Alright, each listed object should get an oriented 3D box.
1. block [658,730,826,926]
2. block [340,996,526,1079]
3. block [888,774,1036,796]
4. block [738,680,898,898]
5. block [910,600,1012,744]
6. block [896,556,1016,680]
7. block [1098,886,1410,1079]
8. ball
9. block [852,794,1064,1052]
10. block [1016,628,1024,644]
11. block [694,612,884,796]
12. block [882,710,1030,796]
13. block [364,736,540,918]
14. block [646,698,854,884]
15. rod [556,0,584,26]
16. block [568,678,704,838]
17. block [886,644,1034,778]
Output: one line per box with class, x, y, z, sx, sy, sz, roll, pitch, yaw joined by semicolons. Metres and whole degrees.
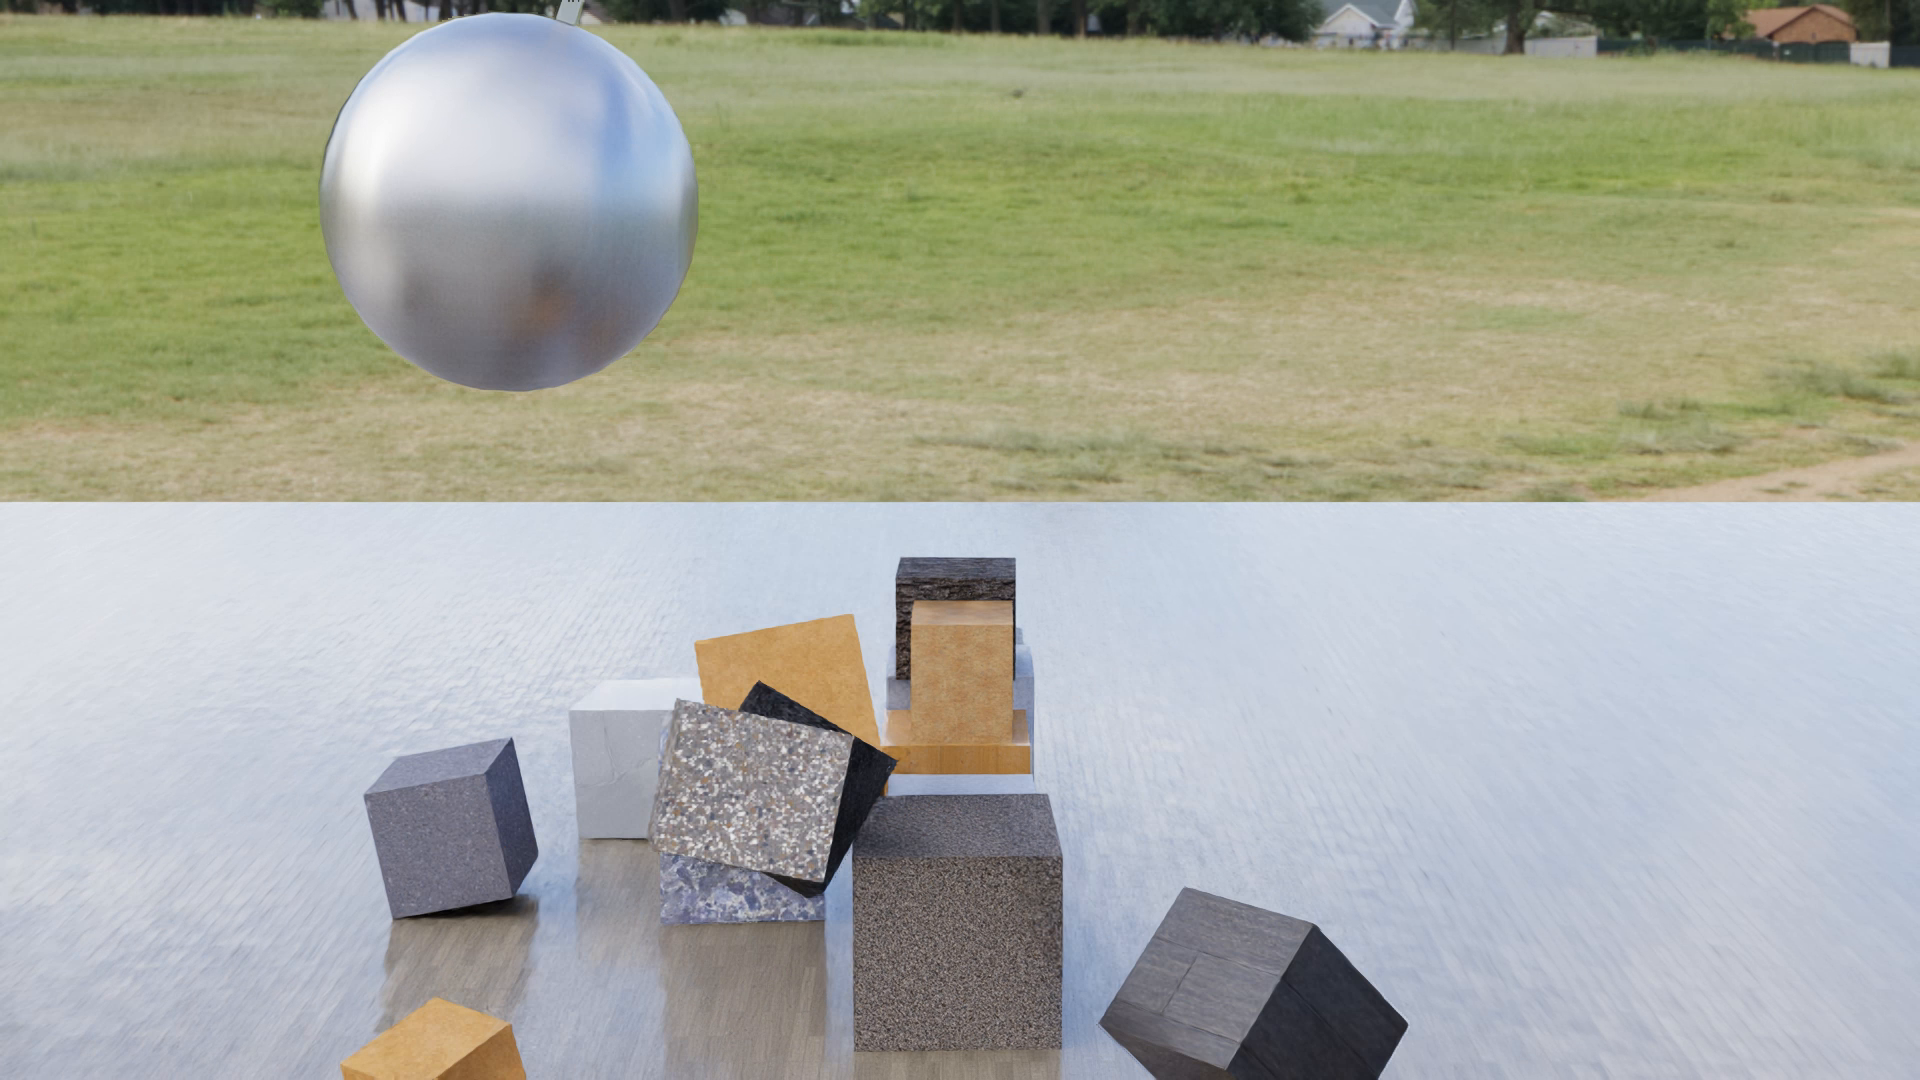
block;-0.938;1.217;11.022;0.687;0.661;0.688;-1;10;-5
block;-1.694;1.796;8.358;0.380;0.375;0.410;8;29;39
block;0.006;1.343;10.420;0.600;0.629;0.639;0;10;-1
block;-0.633;0.903;9.204;0.567;0.527;0.535;30;-14;-3
block;0.011;0.593;11.660;0.454;0.539;0.534;0;10;1
block;-0.014;0.368;12.161;0.557;0.485;0.521;0;10;1
block;0.966;1.591;8.435;0.614;0.605;0.550;8;57;53
ball;-1.908;-1.430;10.920;1.600;1.600;1.600;0;10;0
block;-0.021;1.426;9.674;0.758;0.733;0.815;0;10;-2
block;0.004;0.840;13.133;0.640;0.648;0.713;0;10;0
block;-0.667;0.764;10.121;0.628;0.619;0.685;-10;-26;-7
block;-0.021;1.131;11.776;0.661;0.561;0.658;0;10;0
block;-2.176;1.228;11.028;0.520;0.550;0.601;-10;10;3
block;-0.714;0.833;8.621;0.567;0.491;0.523;12;-5;-9
rod;-0.827;-4.602;10.344;0.080;5.200;0.080;18;10;-3
block;-1.417;1.024;12.100;0.656;0.614;0.584;-1;11;10
block;0.000;0.932;12.426;0.699;0.720;0.691;0;10;0
